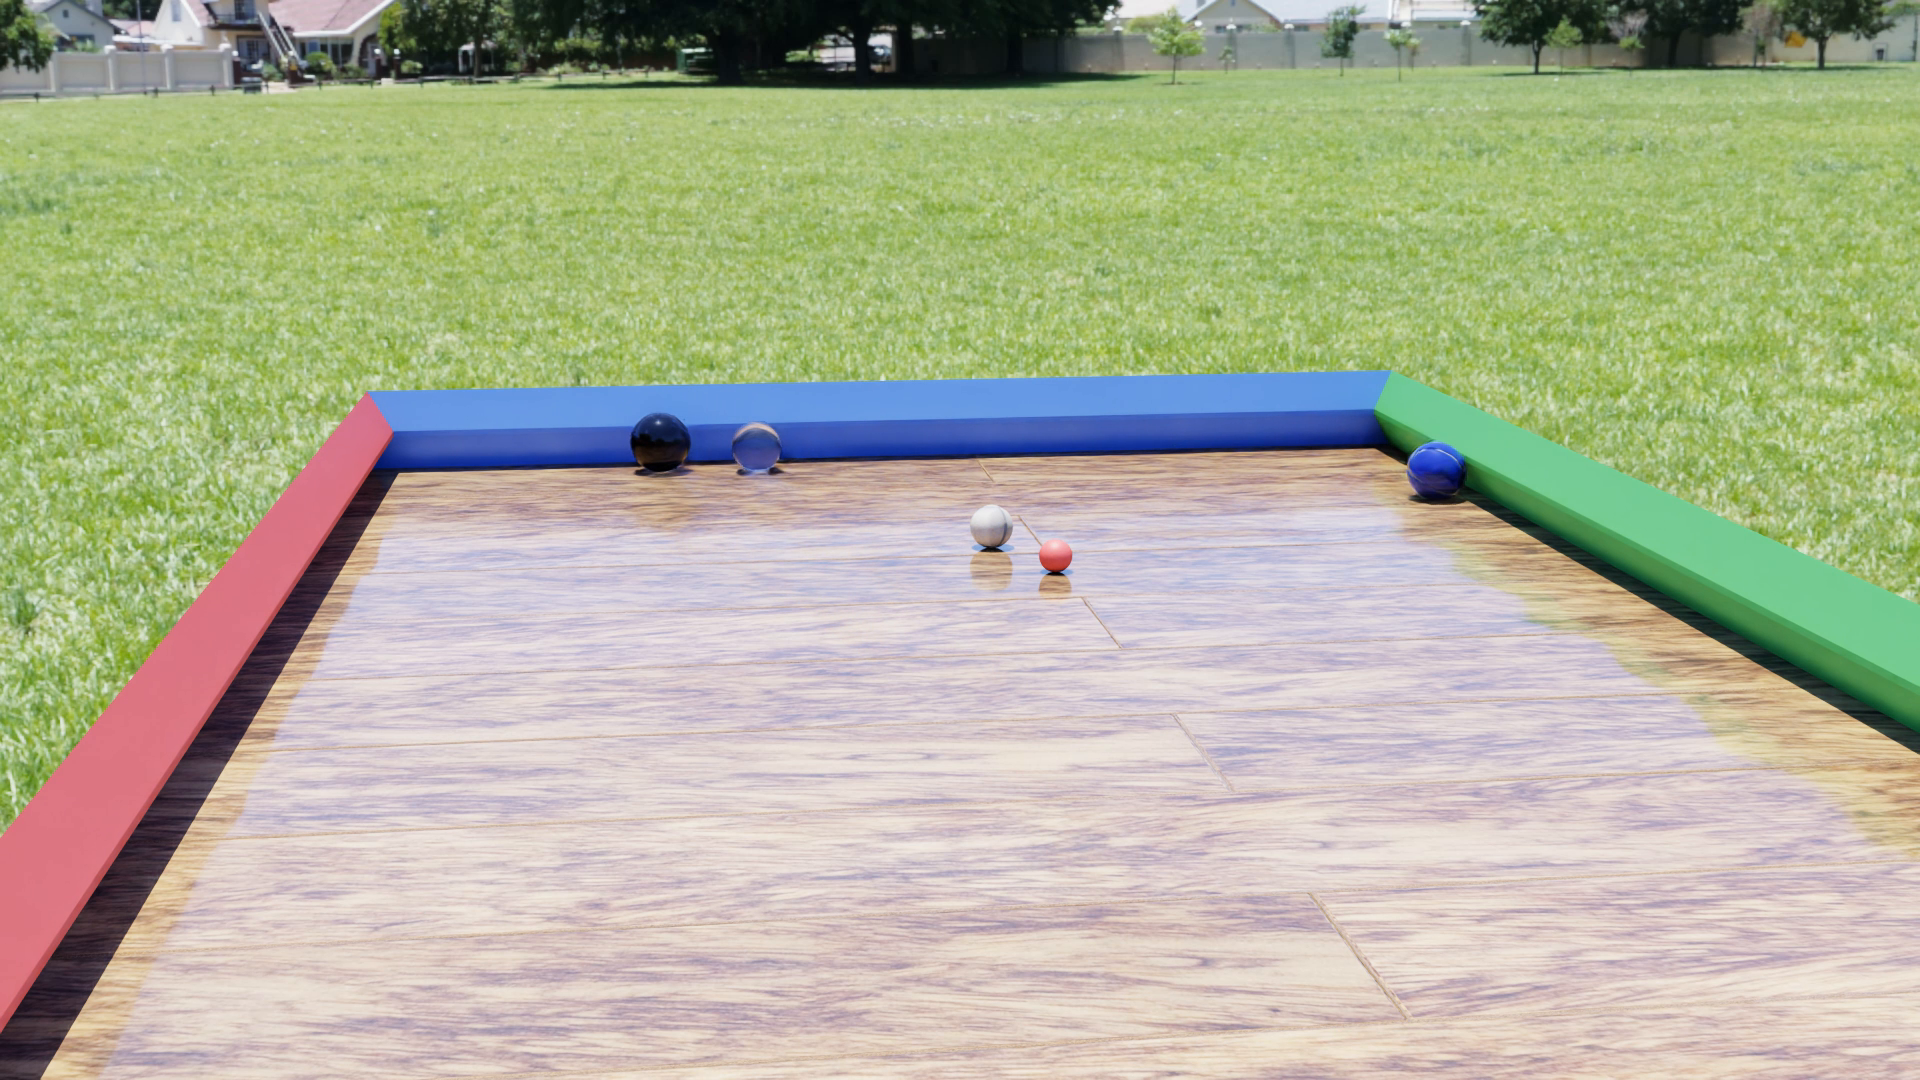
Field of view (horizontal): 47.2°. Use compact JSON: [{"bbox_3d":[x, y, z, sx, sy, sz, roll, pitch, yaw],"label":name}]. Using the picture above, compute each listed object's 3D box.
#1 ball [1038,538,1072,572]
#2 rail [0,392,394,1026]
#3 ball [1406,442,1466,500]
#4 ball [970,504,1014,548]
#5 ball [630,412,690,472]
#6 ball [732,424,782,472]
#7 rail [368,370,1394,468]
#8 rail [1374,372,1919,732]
[{"bbox_3d":[0.127,0.021,2.910,0.044,0.044,0.044,0,13,0],"label":"ball"},{"bbox_3d":[-0.729,0.174,2.039,0.045,0.127,3.253,-2,13,-8],"label":"rail"},{"bbox_3d":[0.729,-0.106,3.370,0.089,0.089,0.089,0,13,0],"label":"ball"},{"bbox_3d":[0.044,-0.019,3.048,0.060,0.060,0.060,0,13,0],"label":"ball"},{"bbox_3d":[-0.488,-0.159,3.583,0.098,0.098,0.098,0,13,0],"label":"ball"},{"bbox_3d":[-0.331,-0.151,3.589,0.079,0.079,0.079,0,13,0],"label":"ball"},{"bbox_3d":[-0.106,-0.201,3.699,1.739,0.127,0.045,-2,13,-8],"label":"rail"},{"bbox_3d":[0.948,0.124,2.261,0.045,0.127,3.253,-2,13,-8],"label":"rail"}]
